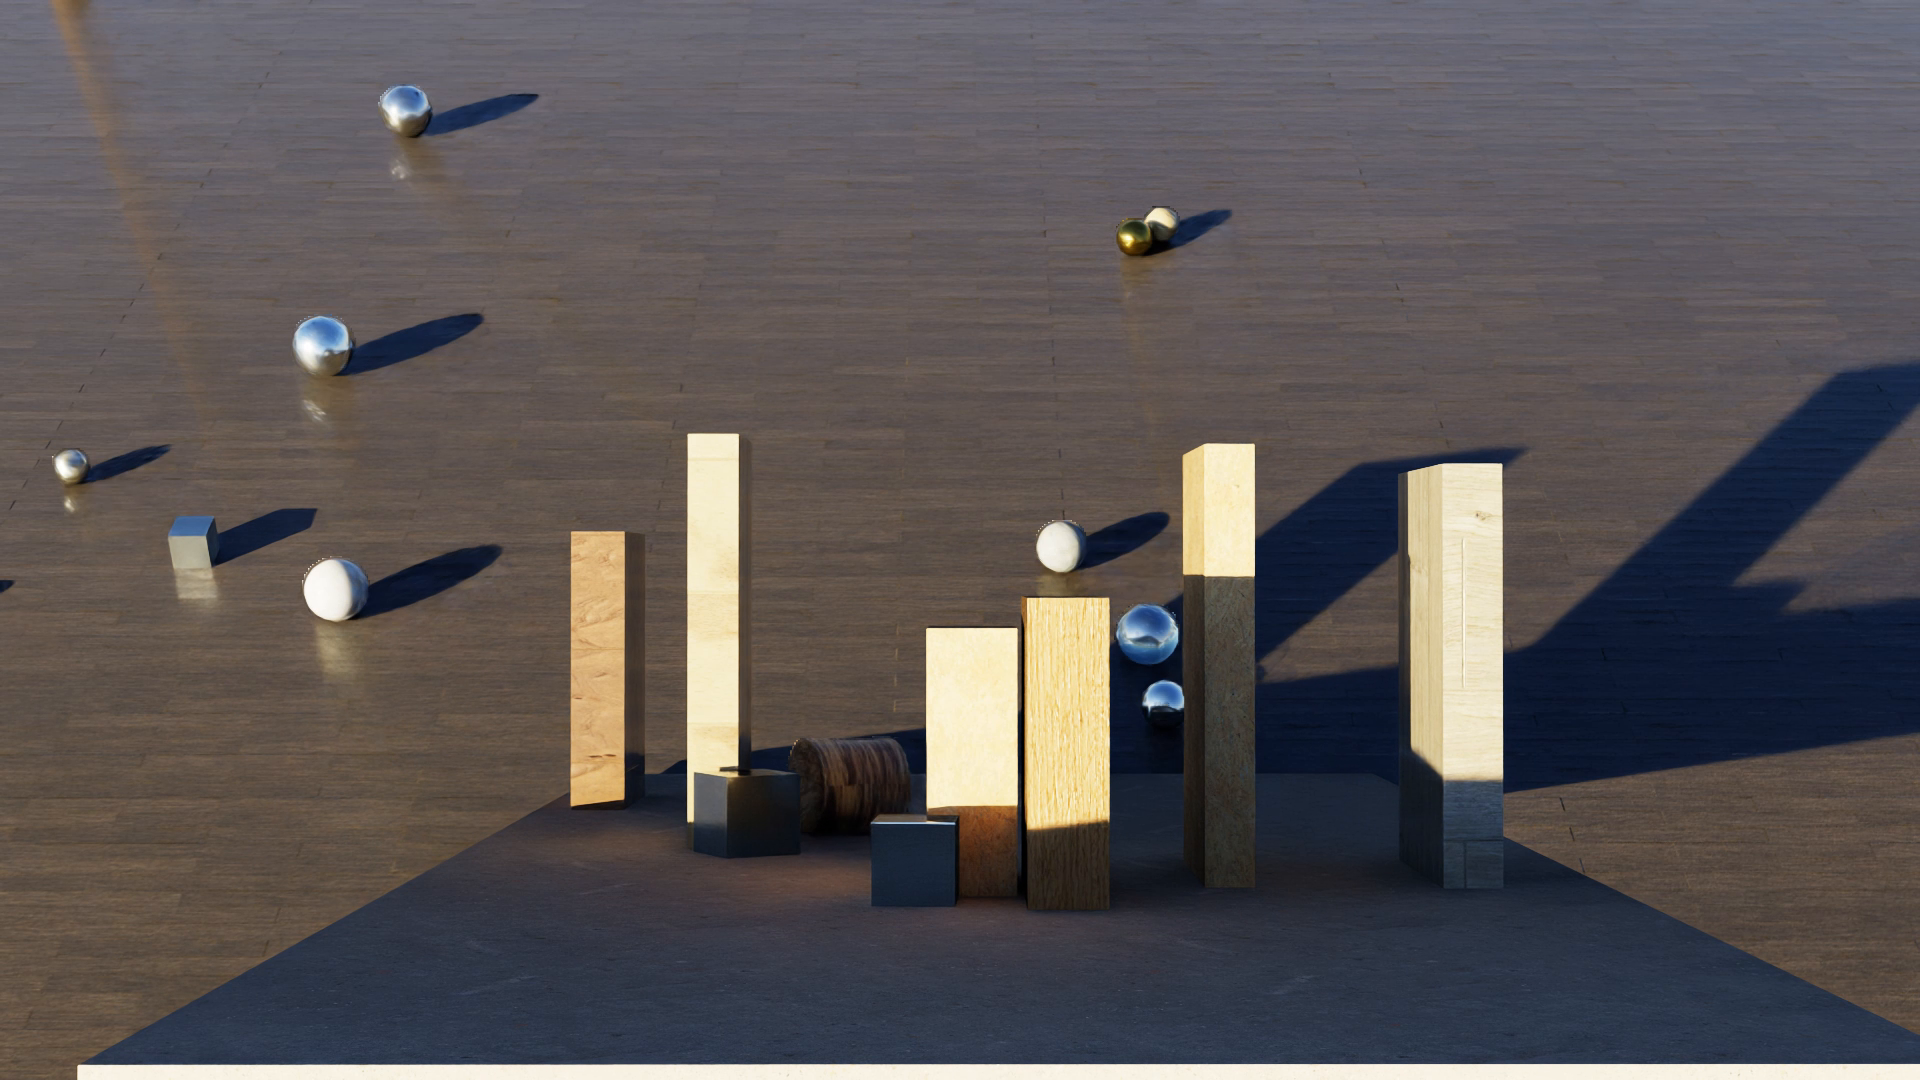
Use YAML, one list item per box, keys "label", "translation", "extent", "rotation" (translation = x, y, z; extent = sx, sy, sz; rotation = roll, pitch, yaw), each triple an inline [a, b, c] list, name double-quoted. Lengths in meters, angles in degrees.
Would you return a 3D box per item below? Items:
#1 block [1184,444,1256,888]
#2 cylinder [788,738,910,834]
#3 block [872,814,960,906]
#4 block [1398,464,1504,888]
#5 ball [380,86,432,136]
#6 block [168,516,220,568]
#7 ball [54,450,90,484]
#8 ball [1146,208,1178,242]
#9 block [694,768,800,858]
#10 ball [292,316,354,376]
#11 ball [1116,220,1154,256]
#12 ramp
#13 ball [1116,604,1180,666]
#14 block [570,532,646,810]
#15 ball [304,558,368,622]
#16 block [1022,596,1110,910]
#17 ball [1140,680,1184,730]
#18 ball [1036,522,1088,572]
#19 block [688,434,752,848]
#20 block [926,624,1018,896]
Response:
- label: "block"
  translation: [0.445, 0.210, 4.479]
  extent: [0.083, 0.731, 0.407]
  rotation: [0, -1, 0]
- label: "cylinder"
  translation: [-0.222, 0.491, 5.172]
  extent: [0.186, 0.186, 0.186]
  rotation: [1, 29, -26]
- label: "block"
  translation: [-0.070, 0.505, 4.092]
  extent: [0.130, 0.130, 0.130]
  rotation: [0, -1, 3]
- label: "block"
  translation: [0.843, 0.226, 4.478]
  extent: [0.098, 0.698, 0.431]
  rotation: [0, -1, 0]
- label: "ball"
  translation: [-2.219, -1.719, 10.387]
  extent: [0.204, 0.204, 0.204]
  rotation: [0, 32, 0]
- label: "block"
  translation: [-2.285, 0.006, 7.731]
  extent: [0.112, 0.112, 0.112]
  rotation: [0, 32, -1]
- label: "ball"
  translation: [-2.779, -0.229, 8.109]
  extent: [0.108, 0.108, 0.108]
  rotation: [0, 32, 0]
- label: "ball"
  translation: [0.746, -1.168, 9.586]
  extent: [0.124, 0.124, 0.124]
  rotation: [0, 32, 0]
- label: "block"
  translation: [-0.396, 0.506, 4.809]
  extent: [0.148, 0.148, 0.148]
  rotation: [0, -1, -30]
- label: "ball"
  translation: [-2.135, -0.649, 8.688]
  extent: [0.203, 0.203, 0.203]
  rotation: [0, 32, 0]
- label: "ball"
  translation: [0.638, -1.104, 9.475]
  extent: [0.135, 0.135, 0.135]
  rotation: [0, 32, 0]
- label: "ramp"
  translation: [0.071, 0.629, 4.724]
  extent: [2.000, 0.100, 4.000]
  rotation: [0, -1, 0]
- label: "ball"
  translation: [0.527, 0.264, 7.263]
  extent: [0.173, 0.173, 0.173]
  rotation: [0, 32, 0]
- label: "block"
  translation: [-0.796, 0.290, 5.878]
  extent: [0.117, 0.611, 0.374]
  rotation: [0, -1, 0]
- label: "ball"
  translation: [-1.792, 0.143, 7.449]
  extent: [0.180, 0.180, 0.180]
  rotation: [0, 32, 0]
- label: "block"
  translation: [0.167, 0.332, 4.182]
  extent: [0.126, 0.480, 0.386]
  rotation: [0, -1, 0]
- label: "ball"
  translation: [0.554, 0.446, 7.011]
  extent: [0.134, 0.134, 0.134]
  rotation: [0, 32, 0]
- label: "ball"
  translation: [0.303, 0.020, 7.674]
  extent: [0.150, 0.150, 0.150]
  rotation: [0, 32, 0]
- label: "block"
  translation: [-0.466, 0.193, 5.040]
  extent: [0.095, 0.781, 0.308]
  rotation: [0, -1, 0]
- label: "block"
  translation: [0.019, 0.359, 4.306]
  extent: [0.145, 0.429, 0.295]
  rotation: [0, -1, 0]
